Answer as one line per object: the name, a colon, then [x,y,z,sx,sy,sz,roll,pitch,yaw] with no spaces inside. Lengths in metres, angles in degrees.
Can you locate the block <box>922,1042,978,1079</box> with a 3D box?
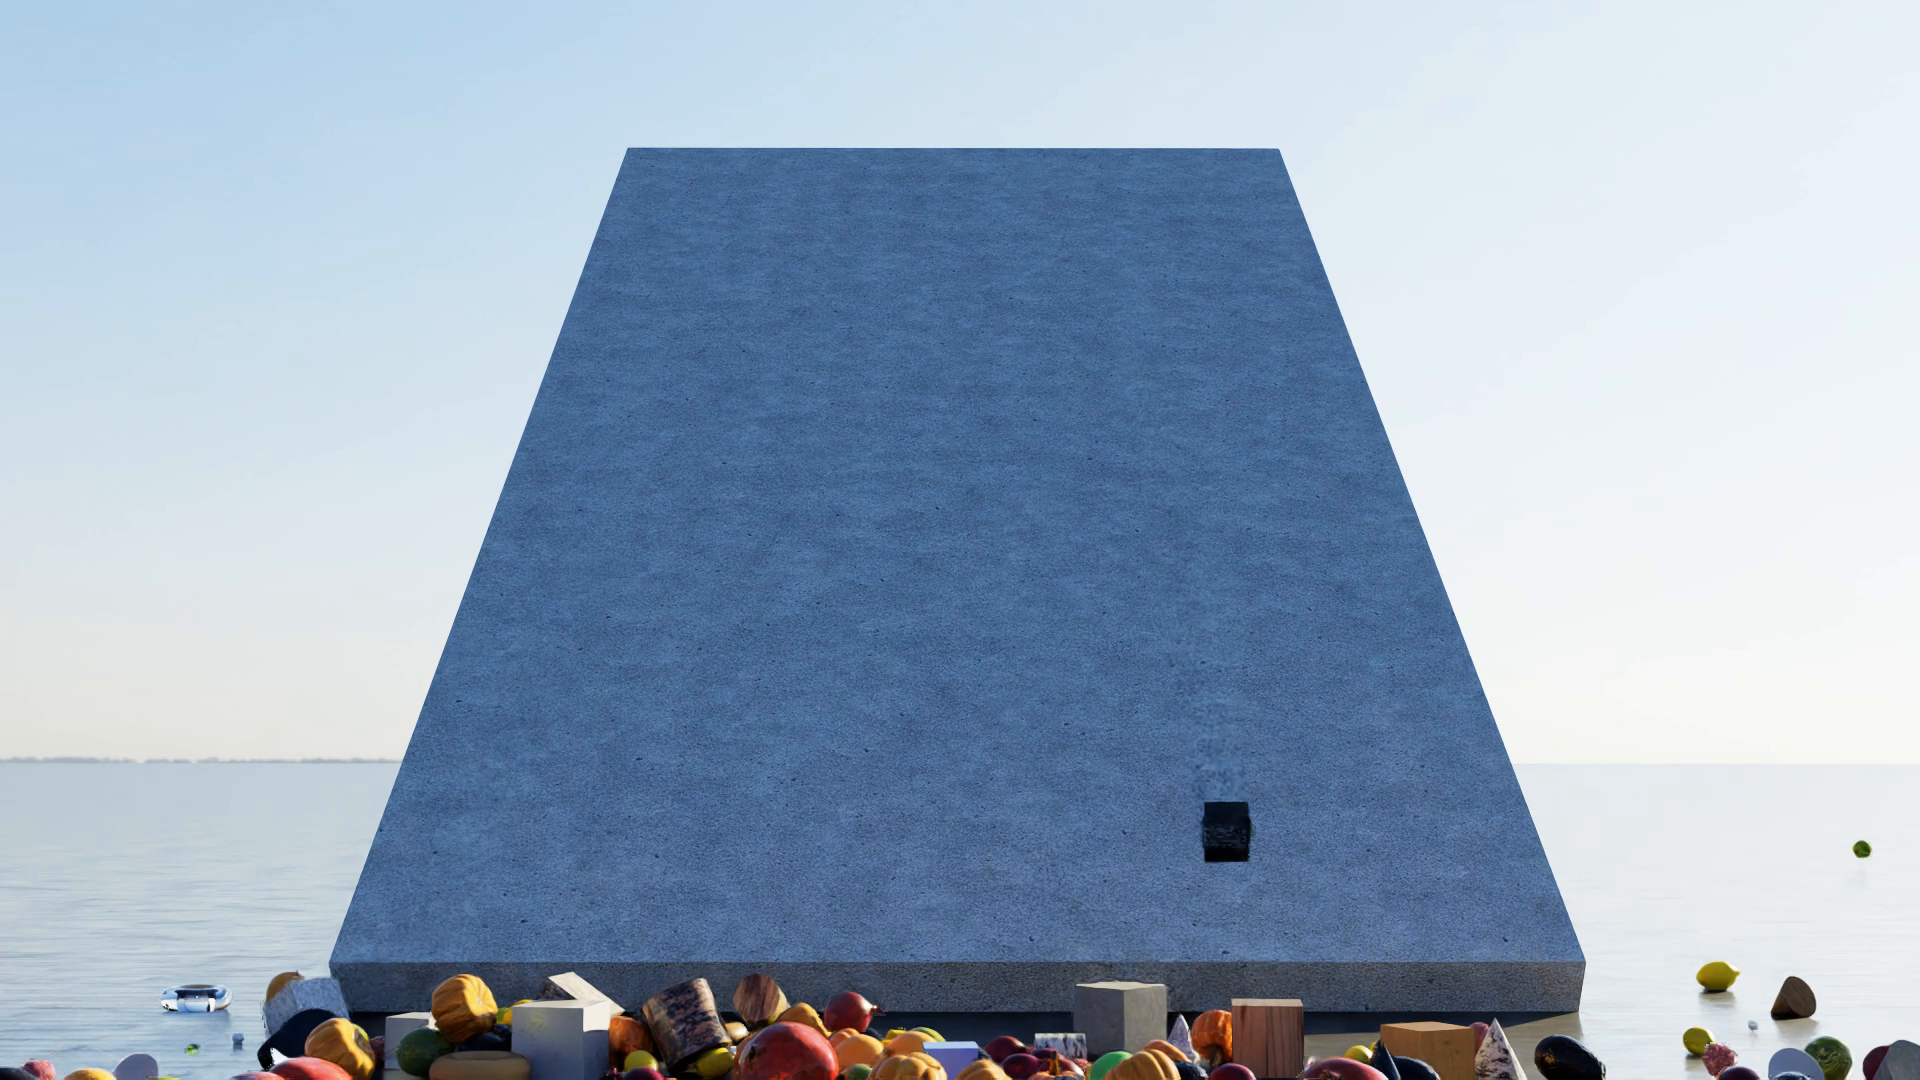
block: [-0.012,0.638,2.861,0.064,0.064,0.064,0,-5,-3]

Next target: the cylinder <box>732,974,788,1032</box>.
cylinder: [-0.266,0.616,3.173,0.063,0.063,0.063,-1,-24,6]

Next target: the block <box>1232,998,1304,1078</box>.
block: [0.399,0.646,3.097,0.090,0.090,0.090,-1,-5,6]

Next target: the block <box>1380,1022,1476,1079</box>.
block: [0.571,0.635,2.913,0.080,0.080,0.080,3,-6,-27]

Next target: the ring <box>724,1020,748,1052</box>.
ring: [-0.353,0.694,3.332,0.117,0.039,0.117,-1,-6,0]

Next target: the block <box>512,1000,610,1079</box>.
block: [-0.508,0.639,3.038,0.095,0.095,0.095,-1,-5,11]

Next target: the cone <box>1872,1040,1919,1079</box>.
cone: [1.094,0.646,2.810,0.087,0.087,0.087,3,-33,-31]

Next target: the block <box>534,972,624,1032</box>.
block: [-0.514,0.634,3.136,0.088,0.088,0.088,33,2,13]

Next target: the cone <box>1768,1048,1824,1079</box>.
cone: [0.982,0.653,2.848,0.072,0.072,0.072,1,-32,-12]

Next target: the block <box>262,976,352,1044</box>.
block: [-0.902,0.657,3.293,0.076,0.076,0.076,-40,-28,31]

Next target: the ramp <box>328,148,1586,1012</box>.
ramp: [-0.011,-0.223,5.582,2.000,0.100,4.000,0,28,0]

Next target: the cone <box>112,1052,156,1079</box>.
cone: [-0.992,0.661,2.900,0.057,0.057,0.057,-1,-40,13]

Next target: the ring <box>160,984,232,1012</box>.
ring: [-1.240,0.744,3.872,0.113,0.038,0.113,1,-4,0]

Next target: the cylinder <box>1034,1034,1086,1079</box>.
cylinder: [0.126,0.651,2.998,0.062,0.062,0.062,0,-5,-2]

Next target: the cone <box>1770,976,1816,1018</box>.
cone: [1.314,0.740,3.800,0.068,0.068,0.068,3,-33,-30]

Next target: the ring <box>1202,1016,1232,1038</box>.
ring: [0.394,0.715,3.496,0.079,0.026,0.079,1,-5,0]

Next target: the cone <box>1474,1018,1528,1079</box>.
cone: [0.684,0.648,3.046,0.077,0.077,0.077,0,-5,0]

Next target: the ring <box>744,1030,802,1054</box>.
ring: [-0.260,0.698,3.313,0.080,0.027,0.080,1,-5,0]

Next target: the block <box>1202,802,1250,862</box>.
block: [0.452,0.495,4.049,0.073,0.073,0.073,1,28,1]

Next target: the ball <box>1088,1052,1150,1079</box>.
ball: [0.183,0.625,2.747,0.070,0.070,0.070,0,-5,0]

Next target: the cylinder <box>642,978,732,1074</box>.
cylinder: [-0.353,0.630,3.090,0.090,0.090,0.090,-23,-21,-9]

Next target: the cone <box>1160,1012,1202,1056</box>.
cone: [0.305,0.681,3.296,0.057,0.057,0.057,0,-5,0]

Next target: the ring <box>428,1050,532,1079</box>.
ring: [-0.592,0.657,2.945,0.125,0.042,0.125,0,-4,0]

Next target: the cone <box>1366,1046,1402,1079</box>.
cone: [0.486,0.618,2.732,0.081,0.081,0.081,0,-5,0]

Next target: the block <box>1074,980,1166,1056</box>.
block: [0.223,0.666,3.321,0.091,0.091,0.091,-5,-7,44]

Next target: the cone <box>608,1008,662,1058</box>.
cone: [-0.448,0.688,3.261,0.083,0.083,0.083,-26,-2,-8]

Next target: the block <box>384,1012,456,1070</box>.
block: [-0.716,0.665,3.166,0.066,0.066,0.066,-2,-6,20]
